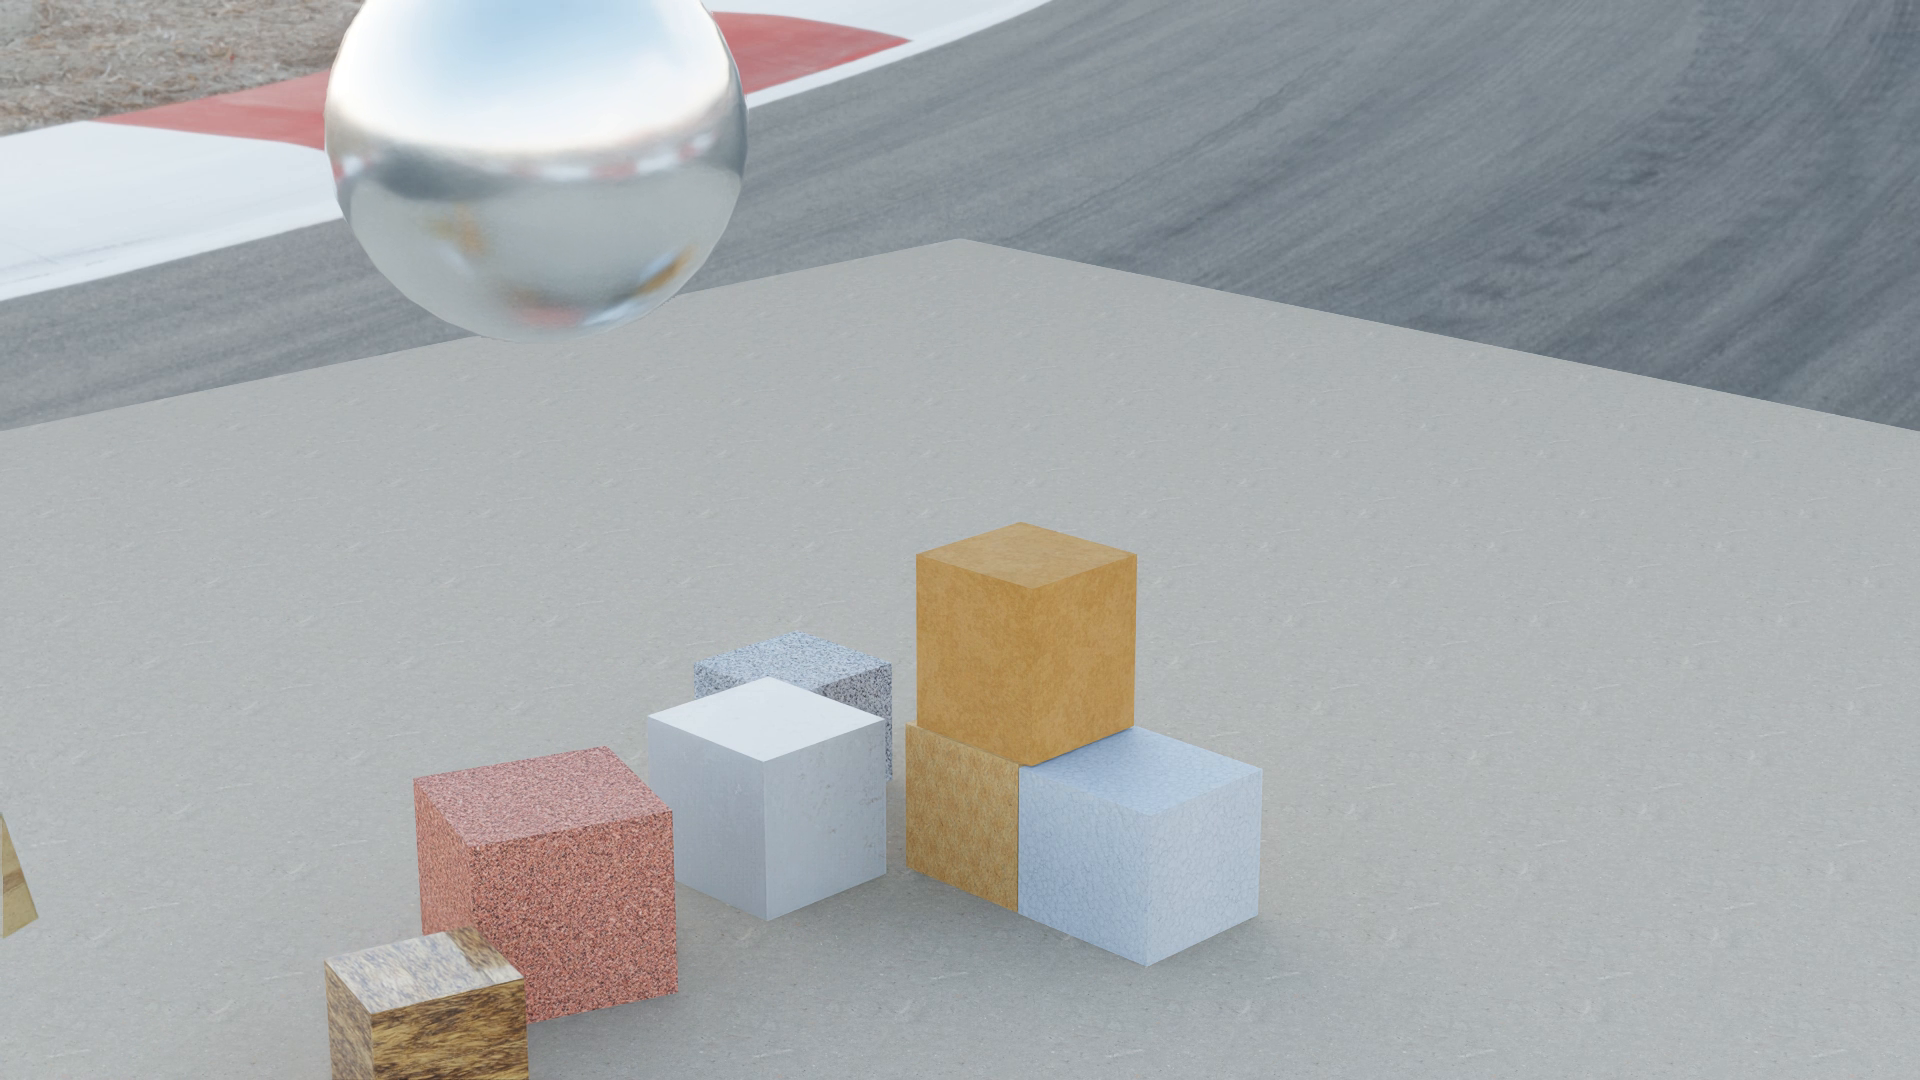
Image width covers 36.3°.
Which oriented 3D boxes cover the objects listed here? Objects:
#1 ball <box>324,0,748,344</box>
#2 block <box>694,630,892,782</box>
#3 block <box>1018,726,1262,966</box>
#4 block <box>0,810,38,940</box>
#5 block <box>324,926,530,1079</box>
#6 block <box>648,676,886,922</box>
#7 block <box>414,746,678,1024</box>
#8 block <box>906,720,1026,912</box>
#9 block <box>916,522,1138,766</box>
[{"bbox_3d":[-1.608,-1.551,11.169,1.600,1.600,1.600,0,17,0],"label":"ball"},{"bbox_3d":[-0.821,0.896,14.467,0.684,0.617,0.689,-17,24,-42],"label":"block"},{"bbox_3d":[0.792,1.332,12.943,0.744,0.697,0.765,-17,24,-42],"label":"block"},{"bbox_3d":[-3.587,1.093,9.959,0.588,0.568,0.520,17,37,41],"label":"block"},{"bbox_3d":[-2.064,1.908,11.356,0.608,0.550,0.546,-10,20,-29],"label":"block"},{"bbox_3d":[-0.877,1.164,13.374,0.792,0.759,0.734,17,24,42],"label":"block"},{"bbox_3d":[-1.747,1.453,12.345,0.861,0.825,0.811,-8,19,-25],"label":"block"},{"bbox_3d":[0.260,1.169,13.443,0.728,0.708,0.711,-17,24,-42],"label":"block"},{"bbox_3d":[0.297,0.453,13.177,0.706,0.818,0.685,16,24,42],"label":"block"}]
